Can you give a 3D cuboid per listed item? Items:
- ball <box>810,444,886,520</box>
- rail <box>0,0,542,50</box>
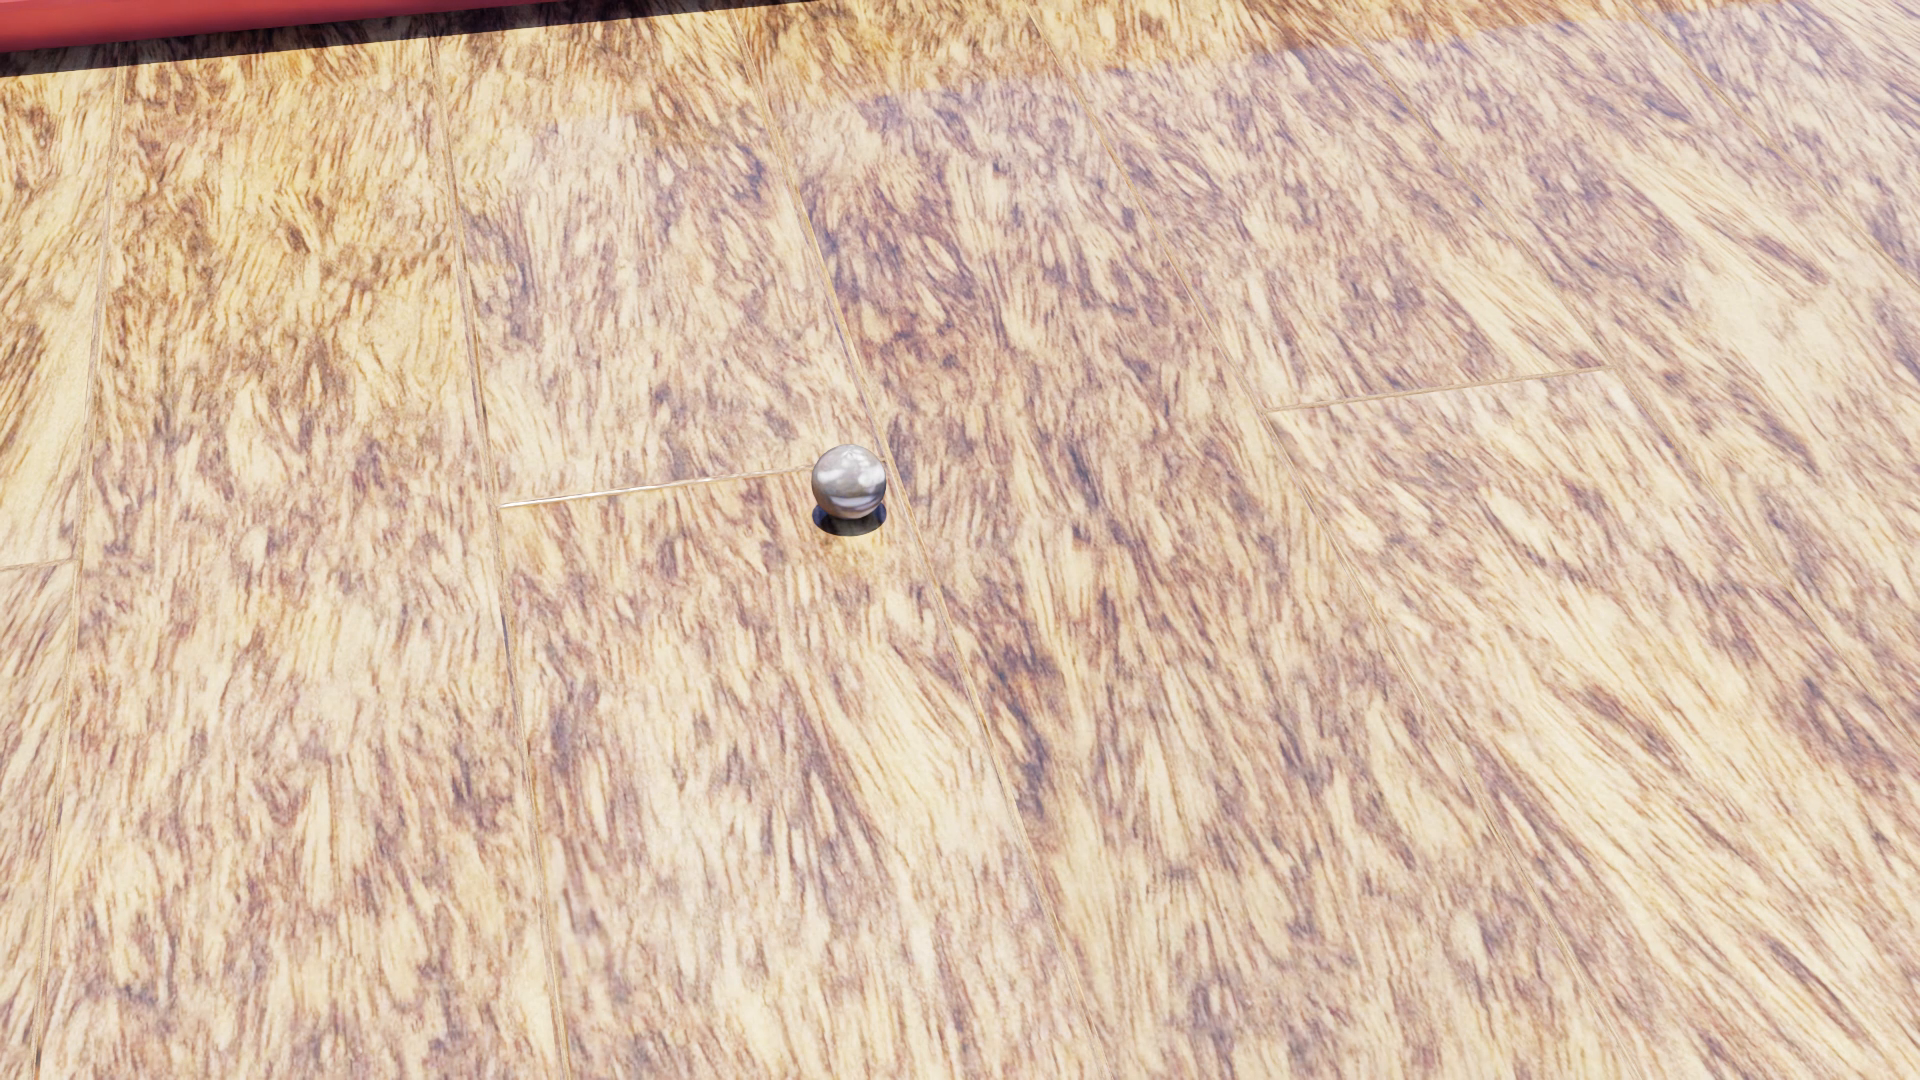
[{"bbox_3d":[-0.068,-0.036,1.580,0.047,0.047,0.047,0,37,0],"label":"ball"},{"bbox_3d":[0.624,-0.622,2.313,3.309,0.114,0.045,-8,37,-10],"label":"rail"}]
